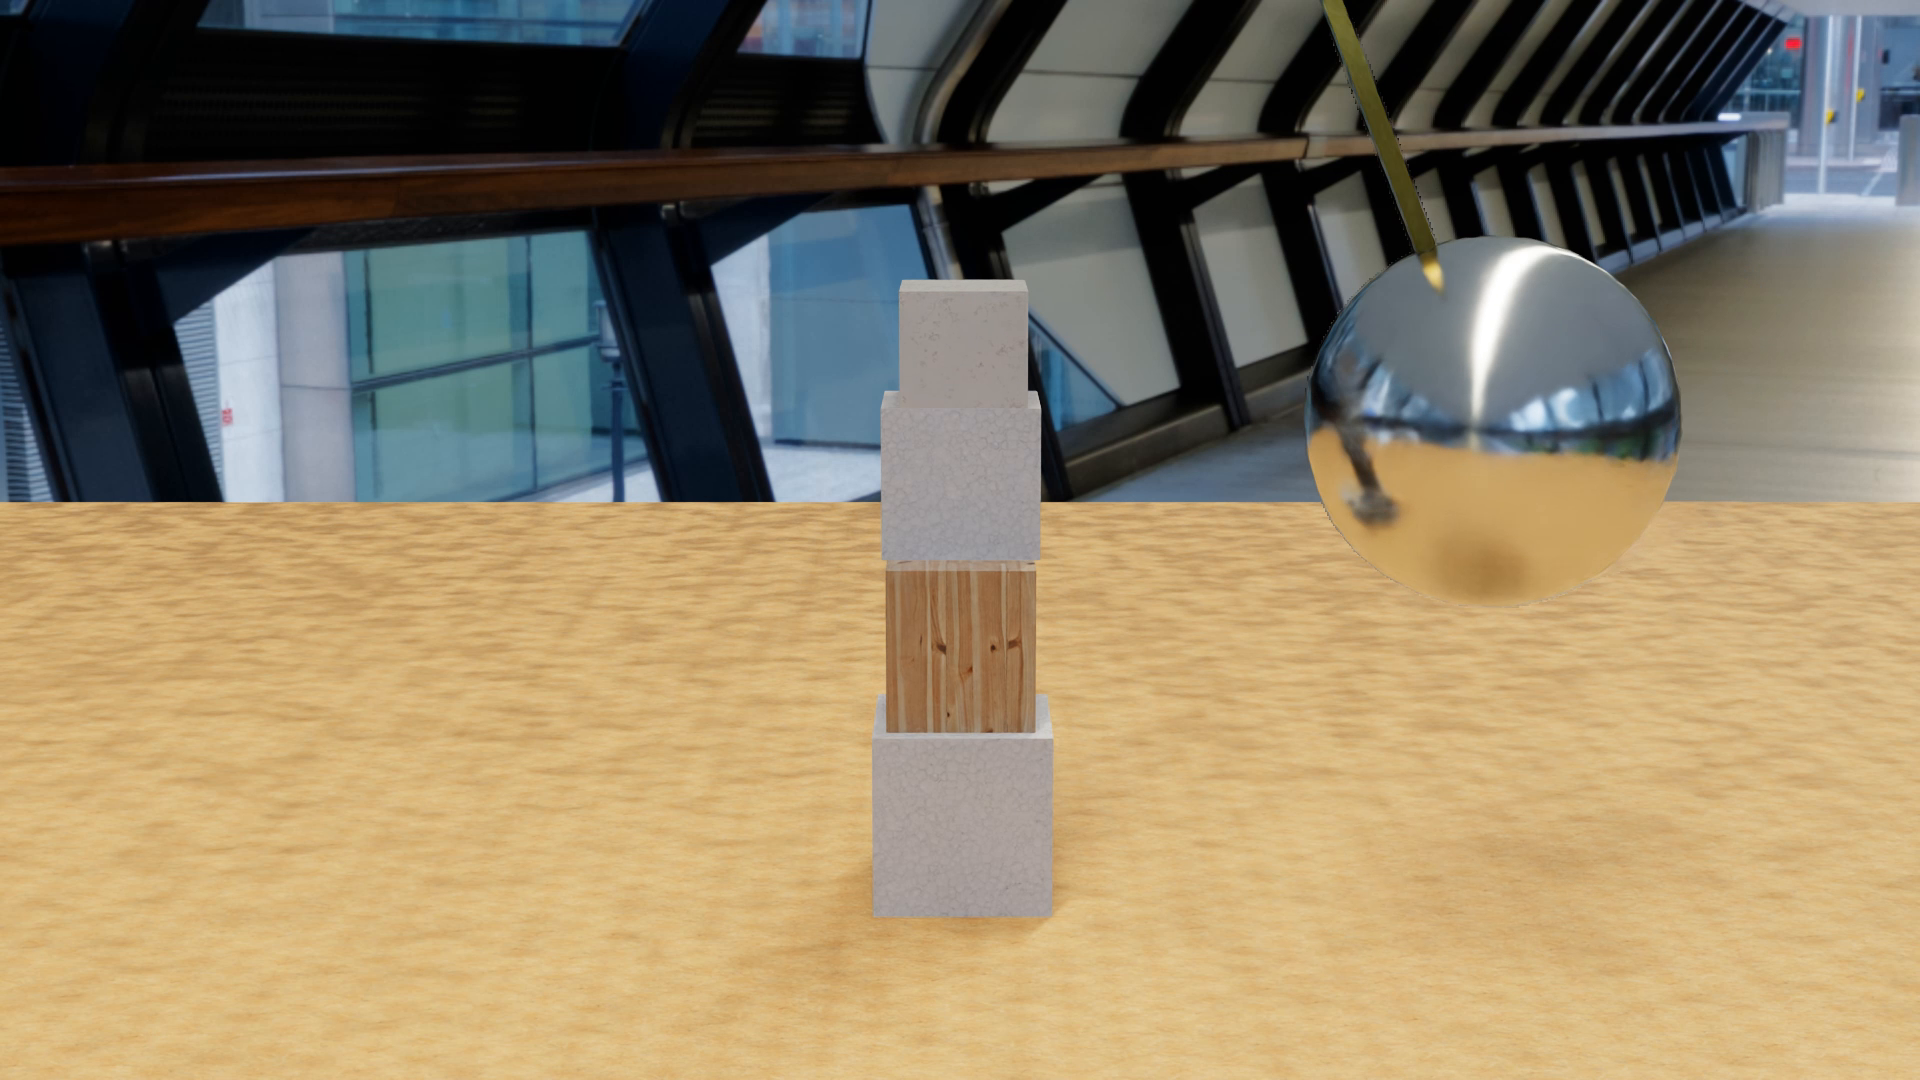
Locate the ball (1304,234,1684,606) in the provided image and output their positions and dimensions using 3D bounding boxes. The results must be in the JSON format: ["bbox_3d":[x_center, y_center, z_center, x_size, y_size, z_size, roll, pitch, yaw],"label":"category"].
[{"bbox_3d":[2.295,-0.513,11.087,1.600,1.600,1.600,0,10,0],"label":"ball"}]

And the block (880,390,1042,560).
[{"bbox_3d":[0.004,-0.287,11.128,0.674,0.648,0.606,0,10,0],"label":"block"}]

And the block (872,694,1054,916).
[{"bbox_3d":[0.011,1.139,11.133,0.756,0.776,0.776,0,10,0],"label":"block"}]

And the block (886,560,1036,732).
[{"bbox_3d":[0.003,0.418,10.995,0.627,0.692,0.575,0,10,0],"label":"block"}]

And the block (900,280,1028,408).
[{"bbox_3d":[0.015,-0.848,11.026,0.539,0.492,0.603,0,10,0],"label":"block"}]

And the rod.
[{"bbox_3d":[0.994,-3.603,10.525,0.080,5.200,0.080,-22,10,4],"label":"rod"}]
